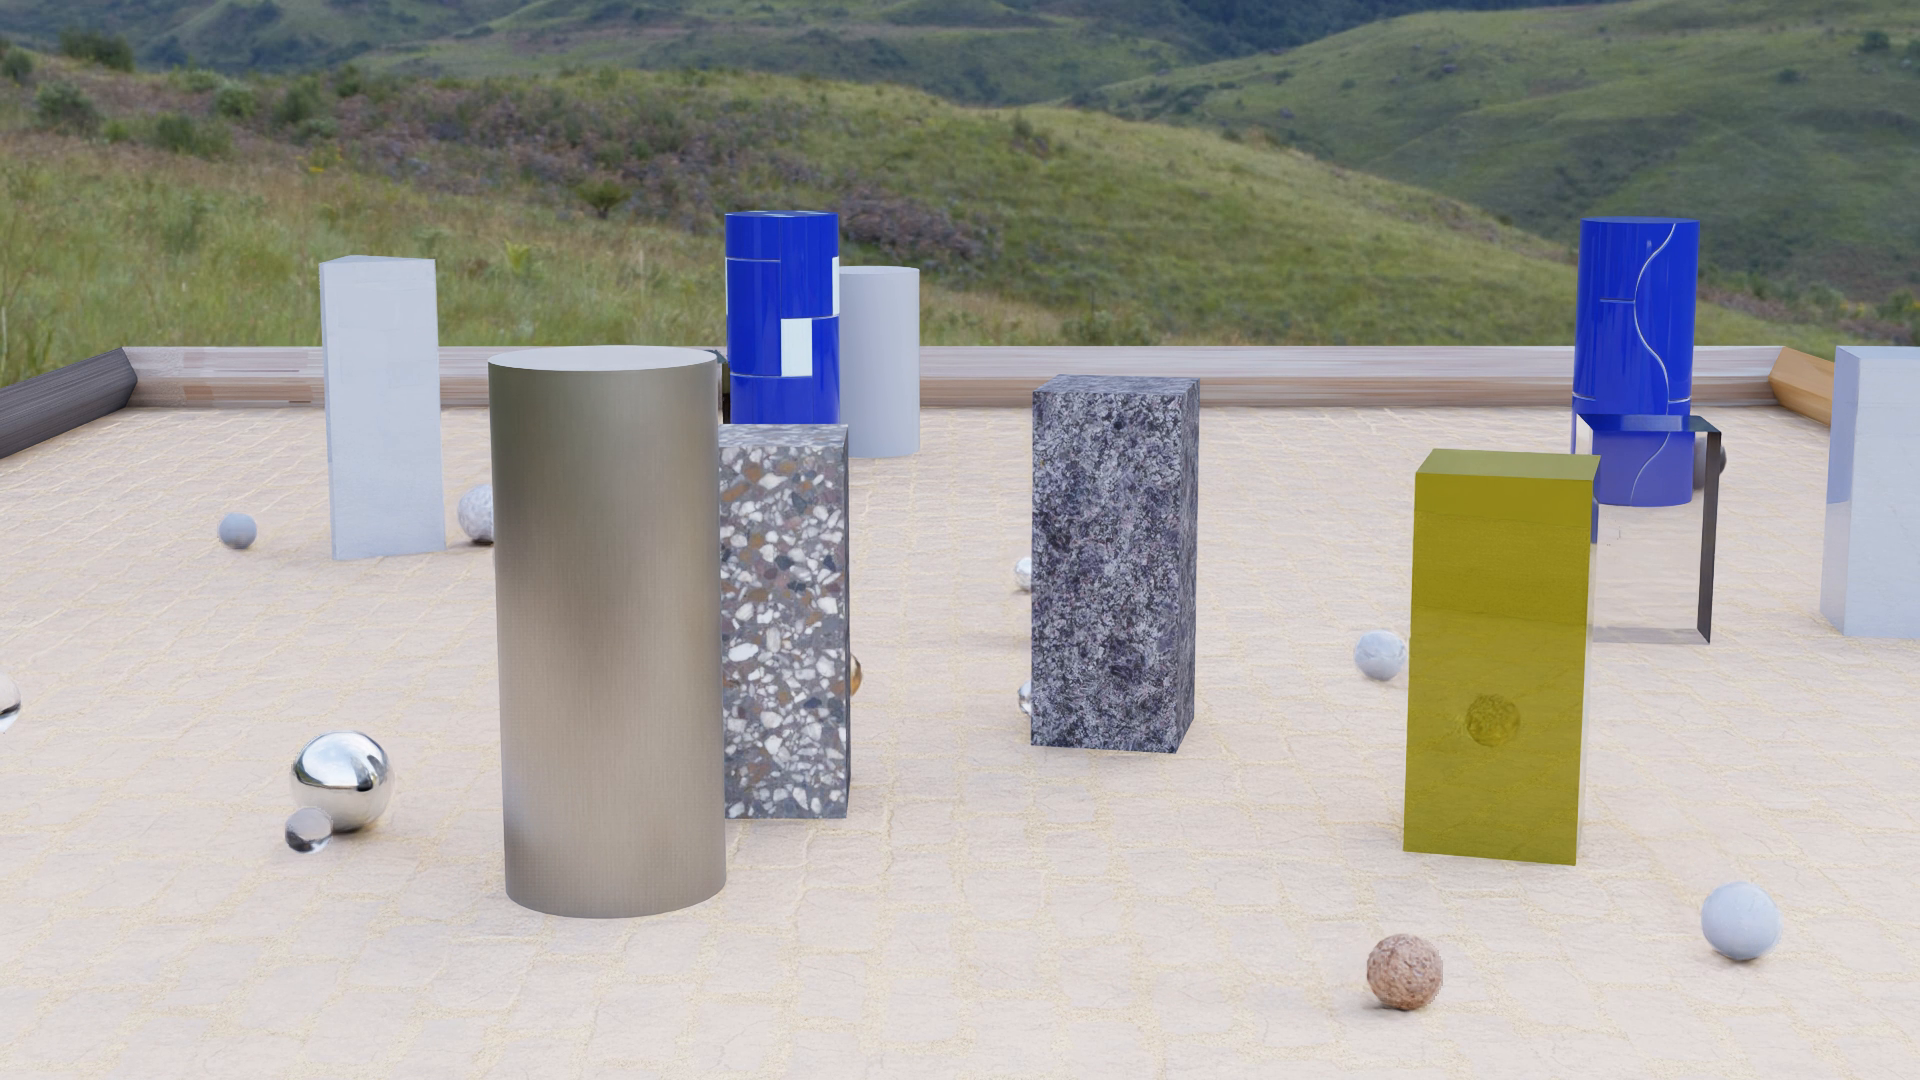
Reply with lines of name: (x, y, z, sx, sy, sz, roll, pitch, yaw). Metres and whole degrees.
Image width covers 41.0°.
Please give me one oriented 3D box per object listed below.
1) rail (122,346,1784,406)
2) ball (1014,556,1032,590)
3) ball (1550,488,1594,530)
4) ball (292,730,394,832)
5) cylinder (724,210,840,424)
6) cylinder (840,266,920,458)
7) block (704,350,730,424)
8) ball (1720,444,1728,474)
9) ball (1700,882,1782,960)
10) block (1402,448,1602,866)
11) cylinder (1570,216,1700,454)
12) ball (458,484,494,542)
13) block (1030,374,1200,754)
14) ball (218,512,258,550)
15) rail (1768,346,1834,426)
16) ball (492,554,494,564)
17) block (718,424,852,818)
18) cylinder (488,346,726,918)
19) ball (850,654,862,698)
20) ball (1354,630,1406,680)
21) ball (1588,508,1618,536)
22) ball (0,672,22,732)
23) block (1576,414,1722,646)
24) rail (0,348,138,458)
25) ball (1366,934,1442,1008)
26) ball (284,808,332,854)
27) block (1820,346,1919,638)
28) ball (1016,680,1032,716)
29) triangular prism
rail: (-0.012, -0.349, 5.511, 3.581, 0.128, 0.045, 0, 10, 0)
ball: (0.099, 0.047, 3.599, 0.049, 0.049, 0.049, 0, 10, 0)
ball: (0.970, -0.050, 4.068, 0.068, 0.068, 0.068, 0, 10, 0)
ball: (-0.593, 0.232, 2.468, 0.097, 0.097, 0.097, 0, 10, 0)
cylinder: (-0.309, -0.334, 4.491, 0.198, 0.472, 0.198, 0, 10, 0)
cylinder: (-0.176, -0.342, 4.884, 0.198, 0.344, 0.198, 0, 10, 0)
block: (-0.387, -0.065, 3.372, 0.158, 0.351, 0.158, -2, 11, -11)
ball: (1.298, -0.143, 4.502, 0.093, 0.093, 0.093, 0, 10, 0)
ball: (0.644, 0.314, 2.115, 0.064, 0.064, 0.064, 0, 10, 0)
block: (0.514, 0.106, 2.427, 0.158, 0.360, 0.158, 3, 11, 16)
cylinder: (1.154, -0.314, 4.396, 0.198, 0.467, 0.198, 0, 10, 0)
ball: (-0.730, -0.041, 3.959, 0.090, 0.090, 0.090, 0, 10, 0)
block: (0.171, 0.022, 2.806, 0.158, 0.386, 0.158, 2, 11, 12)
ball: (-1.099, -0.014, 3.905, 0.056, 0.056, 0.056, 0, 10, 0)
rail: (1.767, 0.031, 3.459, 0.045, 0.128, 4.242, 0, 10, 0)
ball: (-0.619, 0.027, 3.621, 0.079, 0.079, 0.079, 0, 10, 0)
block: (-0.191, 0.078, 2.556, 0.158, 0.368, 0.158, 0, 10, -1)
cylinder: (-0.310, 0.076, 2.271, 0.198, 0.476, 0.198, 0, 10, 0)
ball: (-0.144, 0.157, 2.963, 0.064, 0.064, 0.064, 0, 10, 0)
ball: (0.504, 0.138, 3.074, 0.061, 0.061, 0.061, 0, 10, 0)
ball: (1.006, -0.028, 4.013, 0.045, 0.045, 0.045, 0, 10, 0)
ball: (-1.071, 0.178, 2.818, 0.075, 0.075, 0.075, 0, 10, 0)
block: (0.884, -0.017, 3.324, 0.158, 0.273, 0.158, 1, 11, 6)
rail: (-1.767, 0.035, 3.439, 0.045, 0.128, 4.242, 0, 10, 0)
ball: (0.347, 0.337, 2.006, 0.058, 0.058, 0.058, 0, 10, 0)
ball: (-0.609, 0.272, 2.397, 0.043, 0.043, 0.043, 0, 10, 0)
block: (1.230, -0.065, 3.349, 0.158, 0.359, 0.158, 1, 11, 7)
ball: (0.084, 0.179, 2.904, 0.041, 0.041, 0.041, 0, 10, 0)
triangular prism: (-0.892, -0.206, 3.890, 0.171, 0.440, 0.148, -5, 12, -27)
